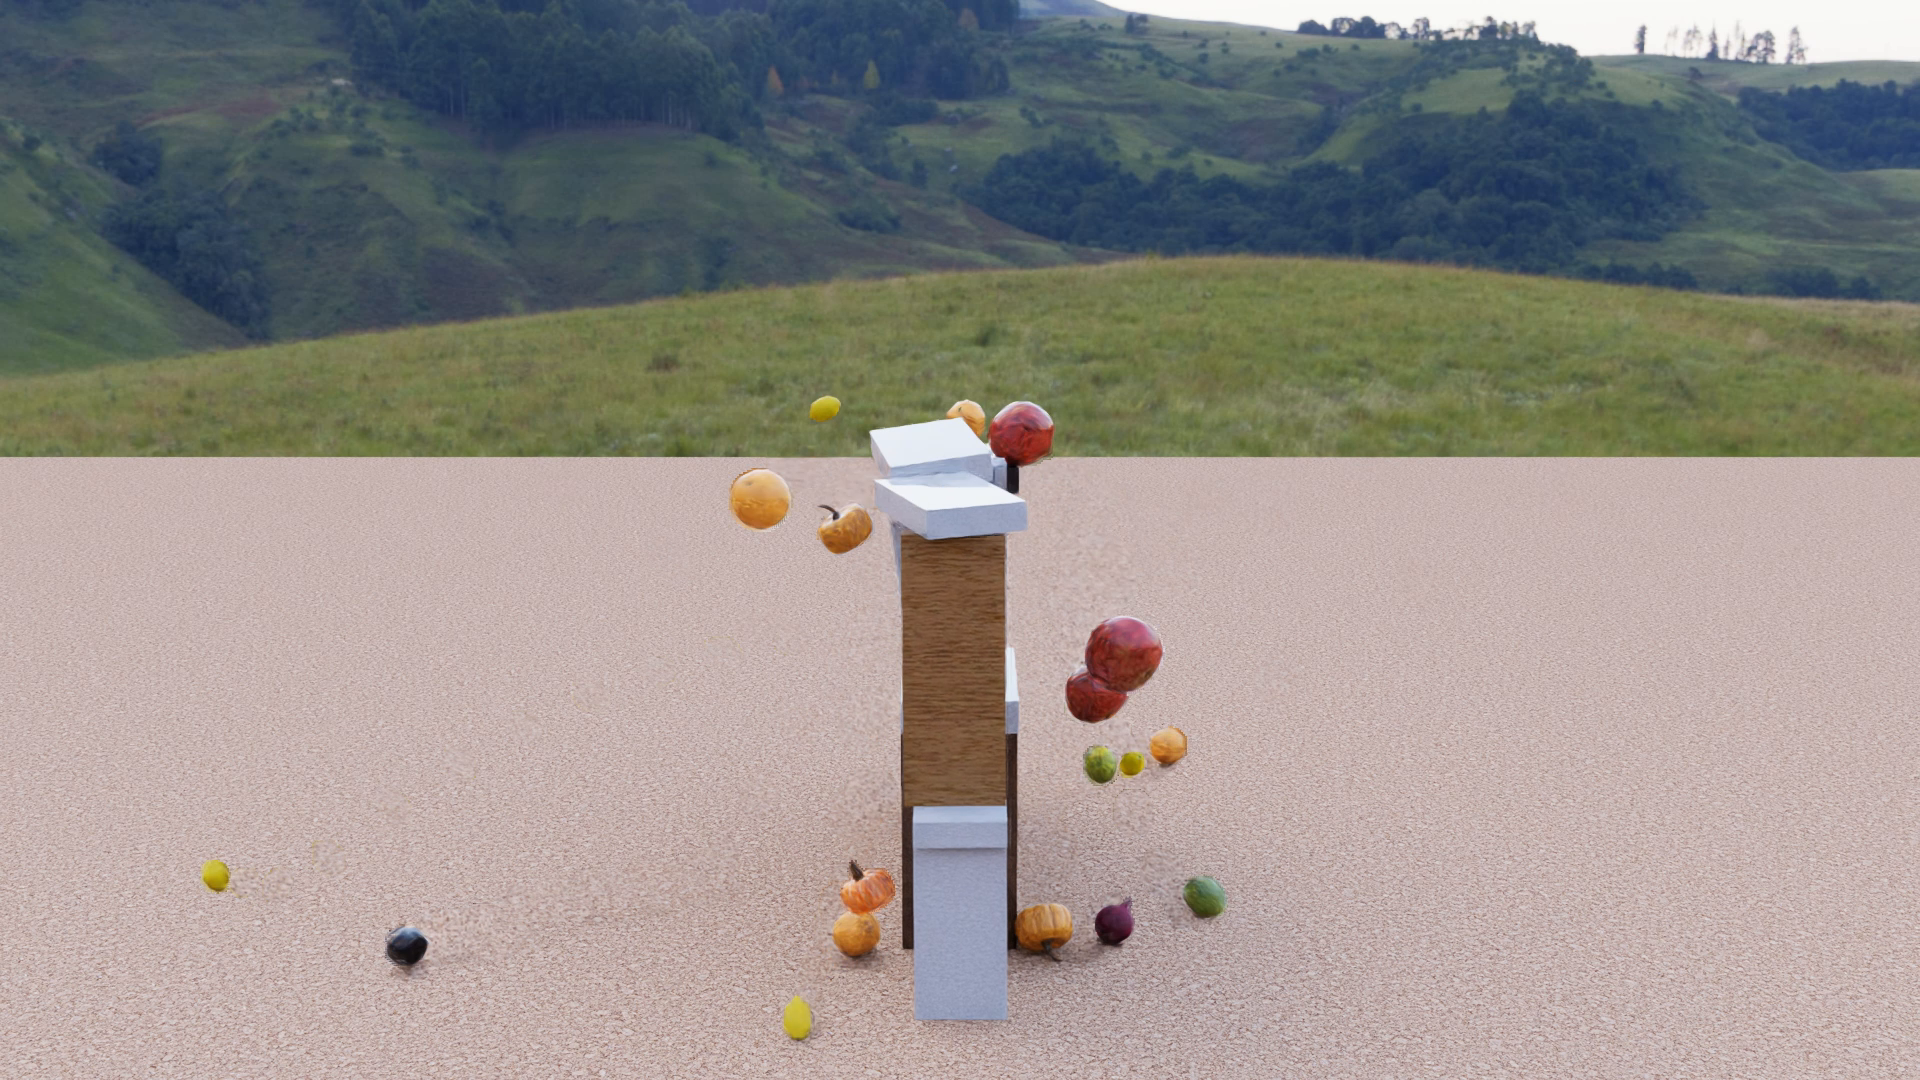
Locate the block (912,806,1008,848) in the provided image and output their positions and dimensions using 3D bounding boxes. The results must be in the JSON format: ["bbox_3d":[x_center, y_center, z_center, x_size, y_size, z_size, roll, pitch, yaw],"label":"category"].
[{"bbox_3d":[0.000,0.388,3.202,0.132,0.037,0.265,0,11,0],"label":"block"}]

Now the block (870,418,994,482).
[{"bbox_3d":[-0.049,-0.135,3.480,0.154,0.044,0.308,-9,14,-6],"label":"block"}]

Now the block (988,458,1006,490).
[{"bbox_3d":[0.000,0.053,3.688,0.154,0.381,0.044,0,18,0],"label":"block"}]

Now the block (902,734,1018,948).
[{"bbox_3d":[-0.001,0.457,3.414,0.178,0.355,0.050,0,11,0],"label":"block"}]

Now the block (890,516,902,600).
[{"bbox_3d":[-0.021,0.048,3.472,0.154,0.308,0.044,-7,19,2],"label":"block"}]

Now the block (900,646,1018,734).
[{"bbox_3d":[0.000,0.235,3.494,0.178,0.050,0.355,0,11,0],"label":"block"}]

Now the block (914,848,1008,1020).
[{"bbox_3d":[0.001,0.553,3.142,0.132,0.265,0.037,0,11,0],"label":"block"}]

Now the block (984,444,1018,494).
[{"bbox_3d":[0.009,-0.127,3.874,0.156,0.044,0.311,-1,10,-4],"label":"block"}]

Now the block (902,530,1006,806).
[{"bbox_3d":[-0.008,0.183,3.126,0.145,0.394,0.041,0,11,0],"label":"block"}]

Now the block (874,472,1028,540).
[{"bbox_3d":[-0.017,-0.052,3.182,0.145,0.041,0.291,-6,11,-16],"label":"block"}]

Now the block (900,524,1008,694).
[{"bbox_3d":[-0.009,0.093,3.311,0.145,0.291,0.041,-5,12,-13],"label":"block"}]
